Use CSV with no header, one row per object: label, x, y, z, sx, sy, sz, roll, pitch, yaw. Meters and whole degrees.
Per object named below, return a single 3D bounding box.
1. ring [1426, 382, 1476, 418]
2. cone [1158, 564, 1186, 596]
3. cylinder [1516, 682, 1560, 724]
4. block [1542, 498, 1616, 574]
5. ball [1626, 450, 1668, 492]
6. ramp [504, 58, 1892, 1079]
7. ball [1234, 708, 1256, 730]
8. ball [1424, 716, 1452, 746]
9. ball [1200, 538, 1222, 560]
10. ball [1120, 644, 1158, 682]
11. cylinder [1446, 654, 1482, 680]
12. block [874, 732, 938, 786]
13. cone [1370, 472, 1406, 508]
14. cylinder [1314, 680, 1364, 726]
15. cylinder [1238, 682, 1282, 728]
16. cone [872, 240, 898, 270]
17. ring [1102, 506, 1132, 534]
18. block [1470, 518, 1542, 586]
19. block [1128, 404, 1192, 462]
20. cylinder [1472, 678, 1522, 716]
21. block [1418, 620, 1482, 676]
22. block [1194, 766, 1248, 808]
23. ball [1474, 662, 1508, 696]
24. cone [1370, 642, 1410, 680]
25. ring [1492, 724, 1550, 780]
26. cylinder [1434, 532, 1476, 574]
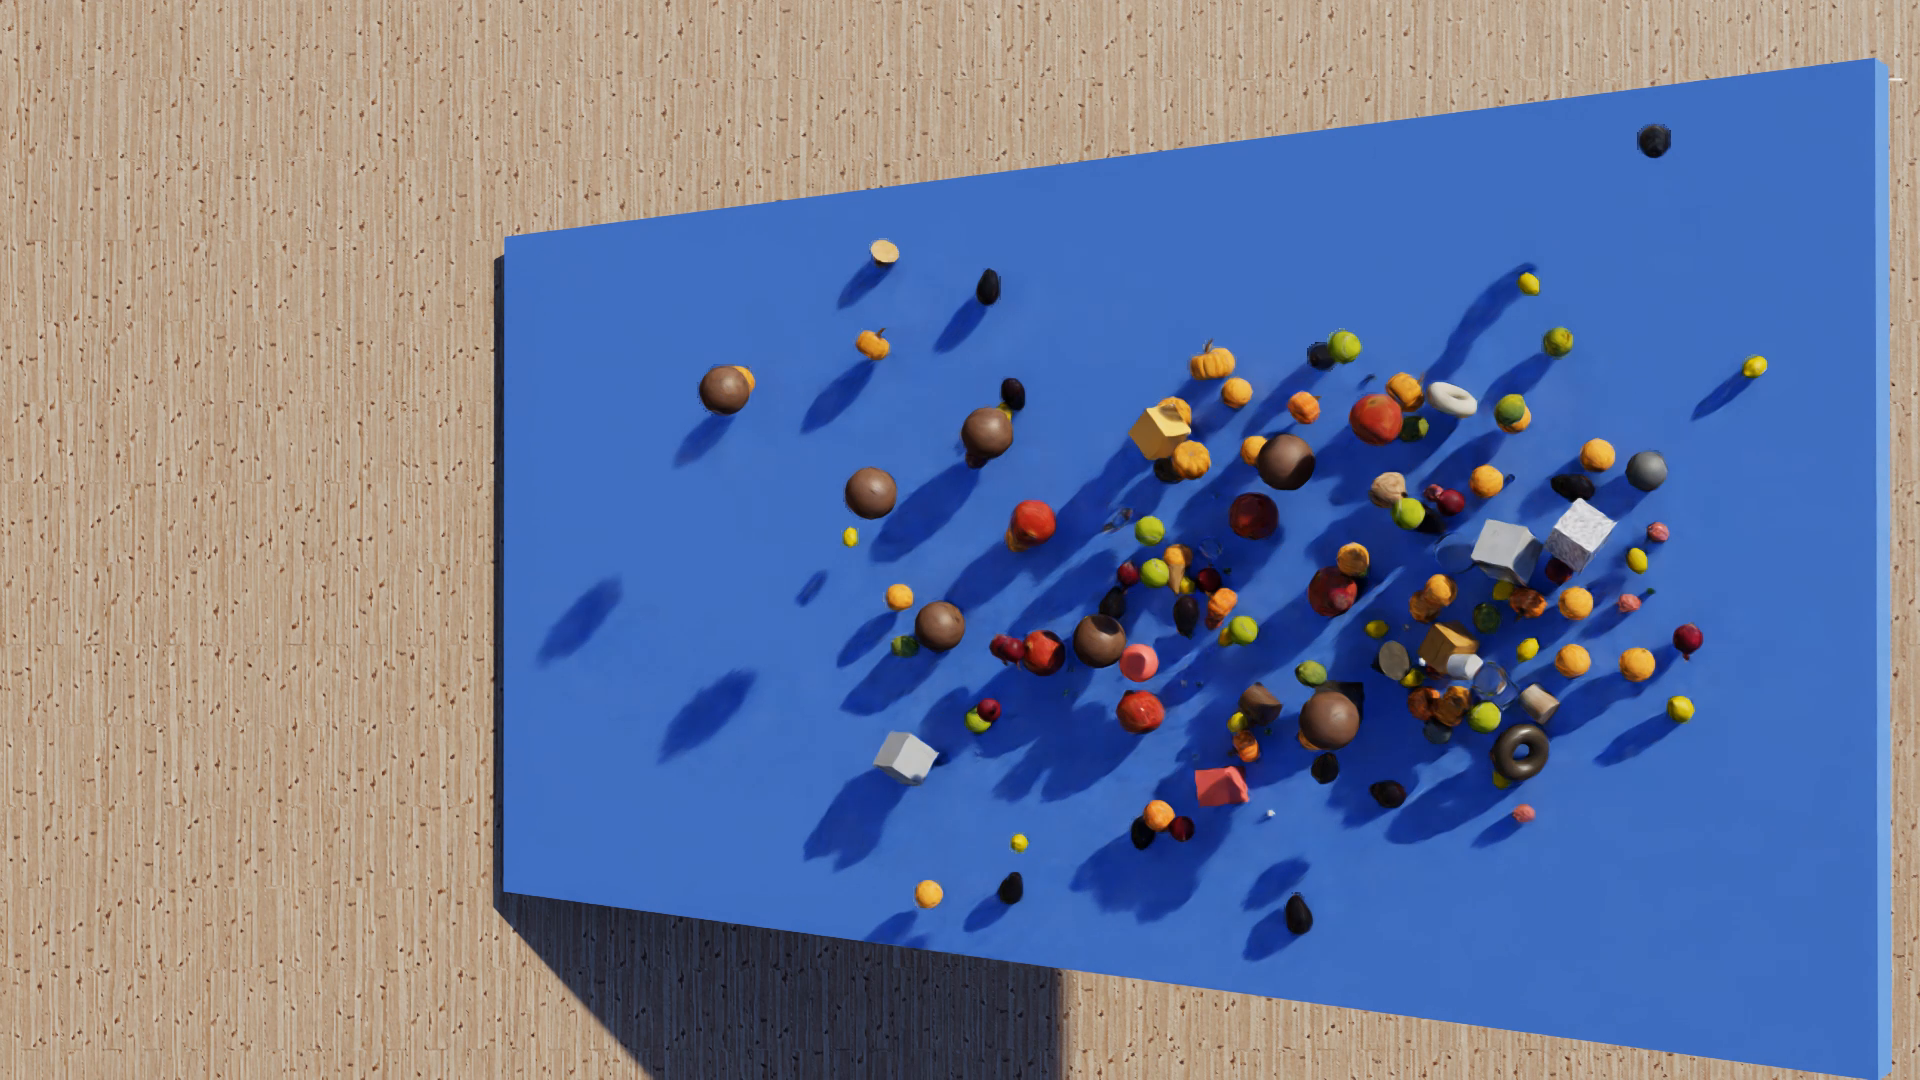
ring,1.066,-0.303,4.773,0.117,0.117,0.039,20,117,0
cone,0.503,0.100,5.161,0.069,0.069,0.069,-9,75,0
cylinder,1.231,0.348,4.679,0.065,0.065,0.065,-42,62,0
block,1.281,-0.009,4.547,0.093,0.093,0.093,38,68,18
ball,1.416,-0.142,4.532,0.083,0.083,0.083,0,90,0
ramp,0.229,0.065,5.547,4.000,0.100,2.000,0,89,37
ball,0.665,0.413,5.116,0.056,0.056,0.056,0,90,0
ball,1.048,0.419,4.821,0.062,0.062,0.062,0,90,0
ball,0.590,0.020,5.179,0.050,0.050,0.050,0,90,0
ball,0.423,0.291,5.197,0.092,0.092,0.092,0,90,0
cylinder,1.079,0.272,4.698,0.055,0.055,0.055,0,90,-35
block,-0.140,0.562,5.655,0.100,0.100,0.100,38,70,-25
cone,0.964,-0.092,4.846,0.089,0.089,0.089,-9,119,-16
cylinder,0.850,0.365,4.934,0.096,0.096,0.096,3,90,20
cylinder,0.692,0.379,5.065,0.073,0.073,0.073,-43,62,0
cone,-0.209,-0.737,5.800,0.076,0.076,0.076,11,55,-16
ring,0.374,-0.047,5.210,0.087,0.087,0.029,-44,91,0
block,1.161,0.026,4.667,0.095,0.095,0.095,15,75,44
block,0.467,-0.251,5.137,0.087,0.087,0.087,-14,60,-41
cylinder,1.153,0.324,4.725,0.076,0.076,0.076,-36,71,0
block,1.063,0.234,4.780,0.080,0.080,0.080,-4,129,-36
block,0.611,0.575,5.137,0.085,0.085,0.085,-11,83,37
ball,1.118,0.293,4.633,0.070,0.070,0.070,0,90,0
cone,0.931,0.273,4.845,0.086,0.086,0.086,7,74,-26
ring,1.191,0.451,4.668,0.129,0.043,0.129,-4,108,-13
cylinder,1.074,0.028,4.768,0.088,0.088,0.088,0,92,9
